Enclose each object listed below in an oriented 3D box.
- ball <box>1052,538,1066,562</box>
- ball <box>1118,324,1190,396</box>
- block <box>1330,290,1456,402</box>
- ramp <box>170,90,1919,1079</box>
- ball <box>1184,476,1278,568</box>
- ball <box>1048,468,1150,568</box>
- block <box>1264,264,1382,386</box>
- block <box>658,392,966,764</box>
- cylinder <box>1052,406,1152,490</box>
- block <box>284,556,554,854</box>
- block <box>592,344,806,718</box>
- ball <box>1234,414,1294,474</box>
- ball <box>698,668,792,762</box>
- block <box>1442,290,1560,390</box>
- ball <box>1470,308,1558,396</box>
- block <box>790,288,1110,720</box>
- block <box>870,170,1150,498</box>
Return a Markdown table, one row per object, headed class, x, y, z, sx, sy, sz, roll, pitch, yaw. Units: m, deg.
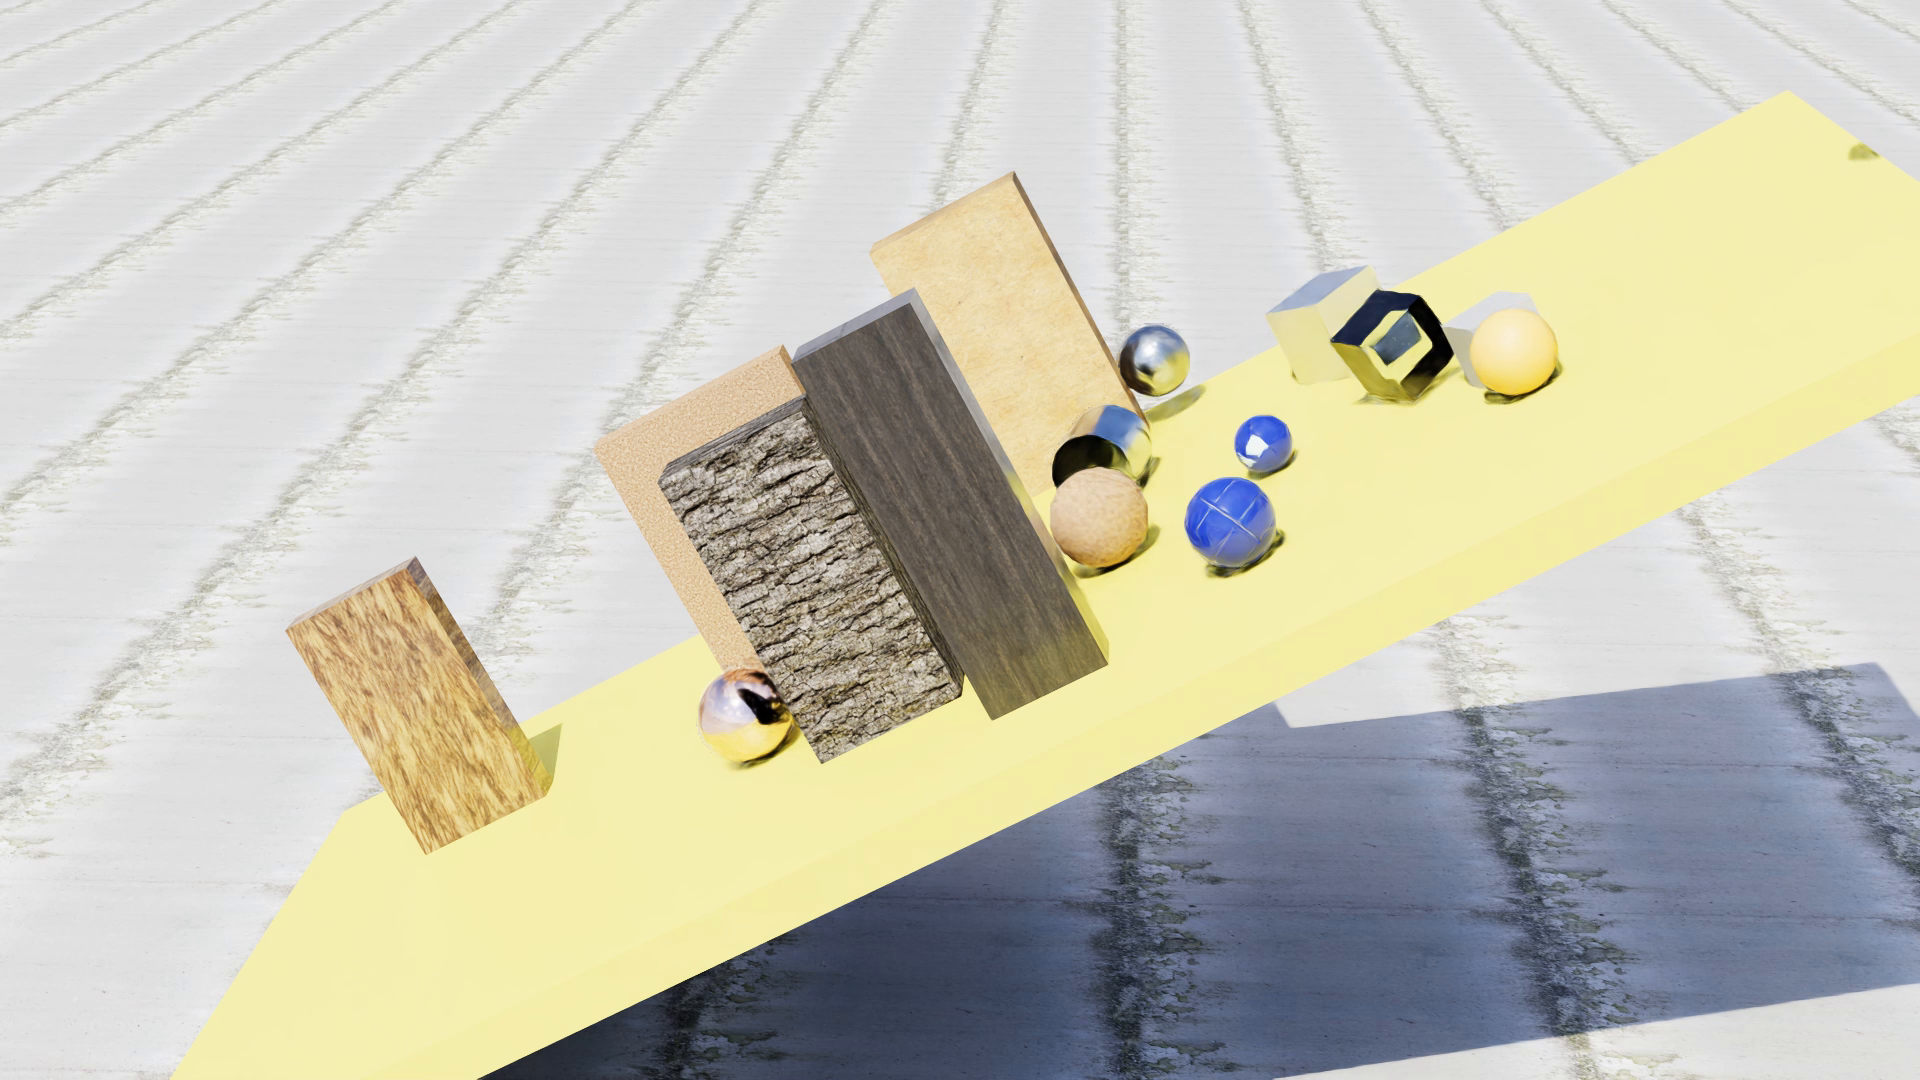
| class | x | y | z | sx | sy | sz | roll | pitch | yaw |
| --- | --- | --- | --- | --- | --- | --- | --- | --- | --- |
| ball | 0.122 | 0.062 | 6.077 | 0.195 | 0.195 | 0.195 | 0 | 17 | 0 |
| ball | 0.459 | -0.423 | 6.945 | 0.170 | 0.170 | 0.170 | 0 | 17 | 0 |
| block | 0.903 | -0.405 | 6.113 | 0.156 | 0.156 | 0.156 | -47 | 26 | -13 |
| ramp | 0.141 | 0.167 | 6.281 | 4.000 | 0.100 | 2.000 | -26 | 14 | 11 |
| ball | 0.521 | -0.033 | 5.664 | 0.178 | 0.178 | 0.178 | 0 | 17 | 0 |
| ball | 0.289 | -0.047 | 6.107 | 0.208 | 0.208 | 0.208 | 0 | 17 | 0 |
| block | 0.842 | -0.481 | 6.599 | 0.186 | 0.186 | 0.186 | -37 | 16 | -28 |
| block | -0.290 | 0.079 | 5.853 | 0.320 | 0.663 | 0.139 | -26 | 14 | 11 |
| cylinder | 0.318 | -0.181 | 6.564 | 0.186 | 0.186 | 0.186 | 5 | 25 | 16 |
| block | -1.234 | 0.382 | 6.732 | 0.325 | 0.618 | 0.091 | -26 | 14 | 11 |
| block | -0.400 | 0.003 | 6.228 | 0.448 | 0.715 | 0.082 | -26 | 14 | 11 |
| ball | 0.634 | -0.201 | 6.144 | 0.124 | 0.124 | 0.124 | 0 | 17 | 0 |
| ball | -0.448 | 0.364 | 6.126 | 0.197 | 0.197 | 0.197 | 0 | 17 | 0 |
| block | 1.087 | -0.401 | 5.922 | 0.143 | 0.143 | 0.143 | -31 | 14 | -9 |
| ball | 1.085 | -0.369 | 5.758 | 0.170 | 0.170 | 0.170 | 0 | 17 | 0 |
| block | -0.012 | -0.064 | 5.547 | 0.251 | 0.789 | 0.132 | -26 | 14 | 11 |
| block | 0.121 | -0.468 | 6.915 | 0.375 | 0.692 | 0.125 | -26 | 14 | 11 |
